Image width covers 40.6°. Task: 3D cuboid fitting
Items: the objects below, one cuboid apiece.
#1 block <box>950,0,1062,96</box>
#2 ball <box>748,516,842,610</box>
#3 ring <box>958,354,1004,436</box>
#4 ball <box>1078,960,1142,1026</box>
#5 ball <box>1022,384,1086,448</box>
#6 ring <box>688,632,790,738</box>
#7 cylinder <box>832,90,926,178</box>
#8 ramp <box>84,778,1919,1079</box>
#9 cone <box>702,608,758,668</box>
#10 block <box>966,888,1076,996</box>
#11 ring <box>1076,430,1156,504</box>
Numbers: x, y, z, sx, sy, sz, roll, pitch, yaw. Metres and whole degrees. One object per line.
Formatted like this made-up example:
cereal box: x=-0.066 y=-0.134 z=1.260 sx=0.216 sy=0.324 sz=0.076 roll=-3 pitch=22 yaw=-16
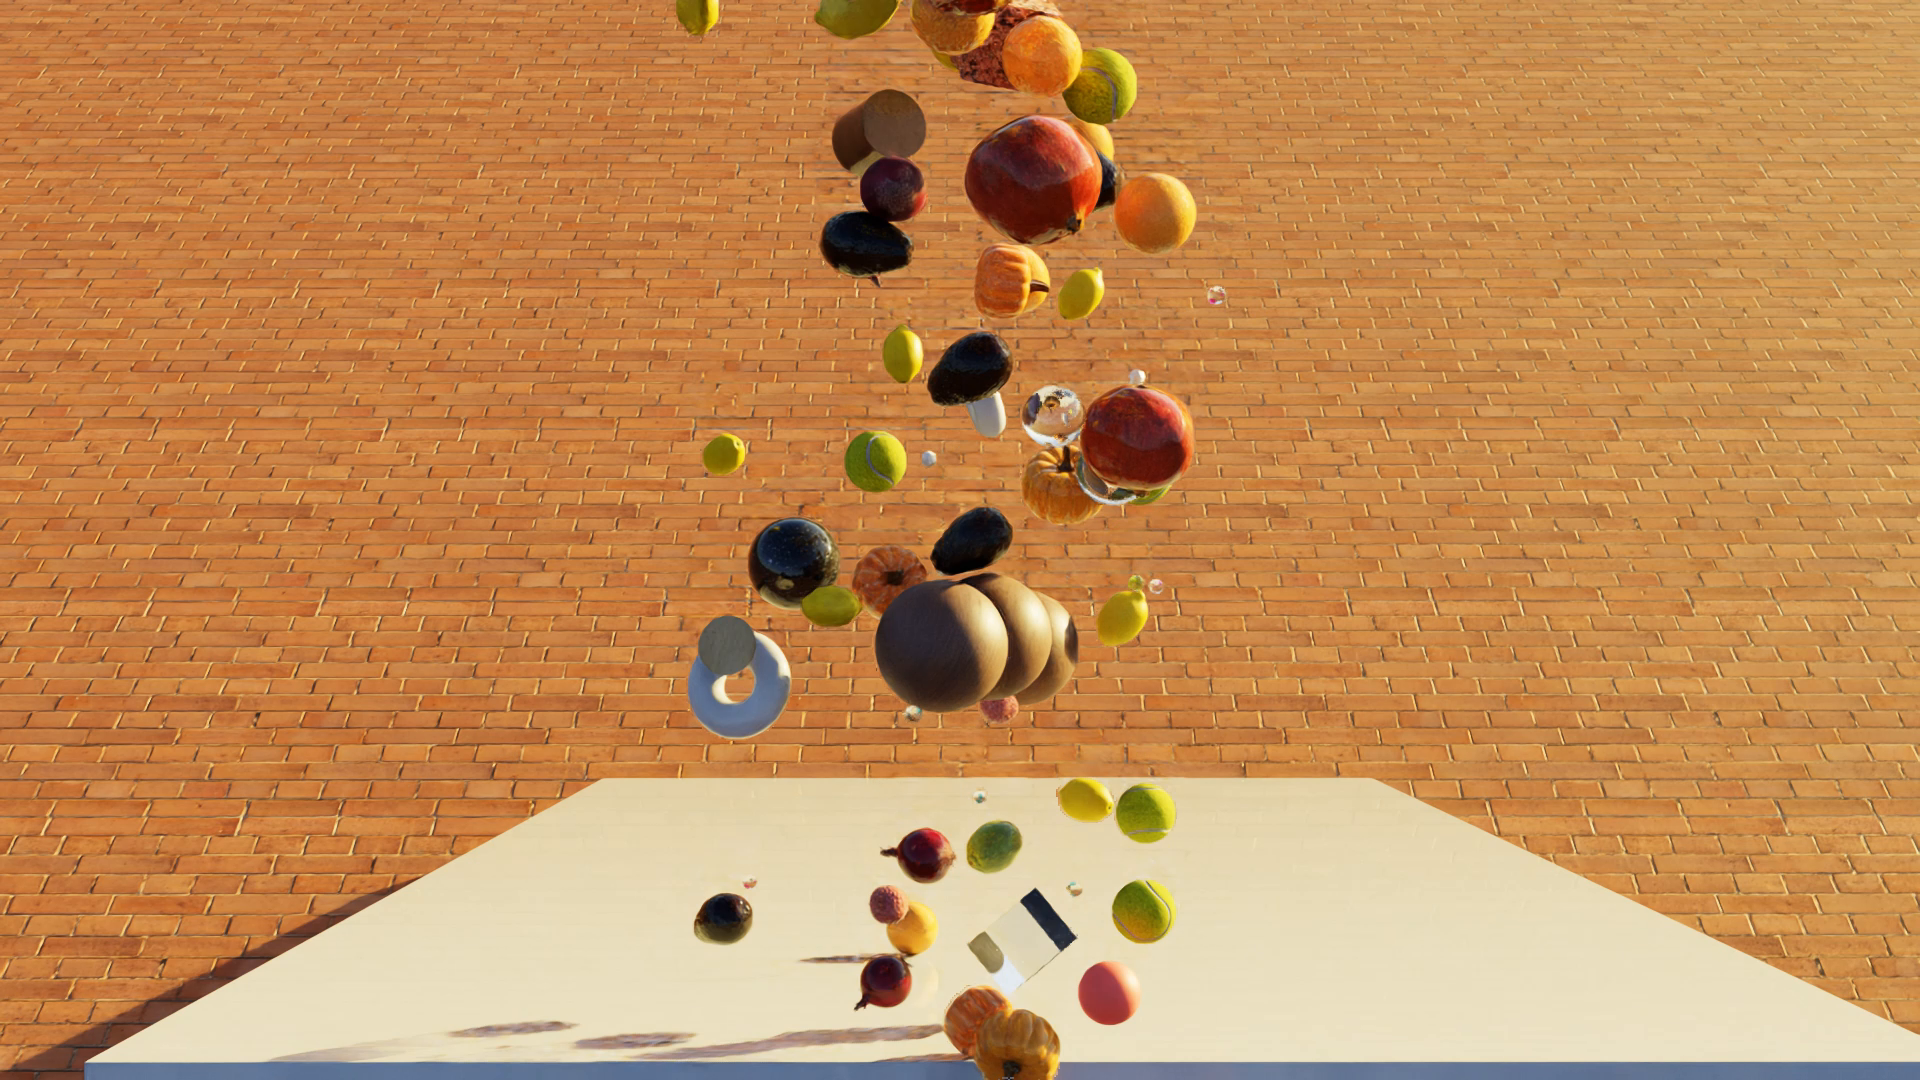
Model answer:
block: x=0.042 y=-0.462 z=2.383 sx=0.075 sy=0.075 sz=0.075 roll=8 pitch=25 yaw=-15
ball: x=-0.175 y=0.025 z=2.738 sx=0.099 sy=0.099 sz=0.099 roll=0 pitch=33 yaw=0
ring: x=0.023 y=-0.156 z=2.796 sx=0.031 sy=0.094 sz=0.094 roll=-19 pitch=35 yaw=-5
ball: x=0.158 y=0.478 z=2.736 sx=0.067 sy=0.067 sz=0.067 roll=0 pitch=33 yaw=0
ball: x=0.090 y=-0.118 z=2.484 sx=0.060 sy=0.060 sz=0.060 roll=0 pitch=33 yaw=0
ring: x=-0.224 y=0.146 z=2.626 sx=0.111 sy=0.111 sz=0.037 roll=16 pitch=-6 yaw=23
cylinder: x=-0.083 y=-0.415 z=2.652 sx=0.073 sy=0.073 sz=0.073 roll=-20 pitch=2 yaw=-28
ramp: x=0.073 y=0.636 z=4.743 sx=2.000 sy=0.100 sz=4.000 roll=0 pitch=-1 yaw=0
cone: x=-0.243 y=0.102 z=2.607 sx=0.060 sy=0.060 sz=0.060 roll=-21 pitch=3 yaw=-29
block: x=0.071 y=0.464 z=2.993 sx=0.075 sy=0.075 sz=0.075 roll=-34 pitch=81 yaw=-37
ring: x=0.159 y=-0.074 z=2.641 sx=0.083 sy=0.028 sz=0.083 roll=-7 pitch=61 yaw=13
